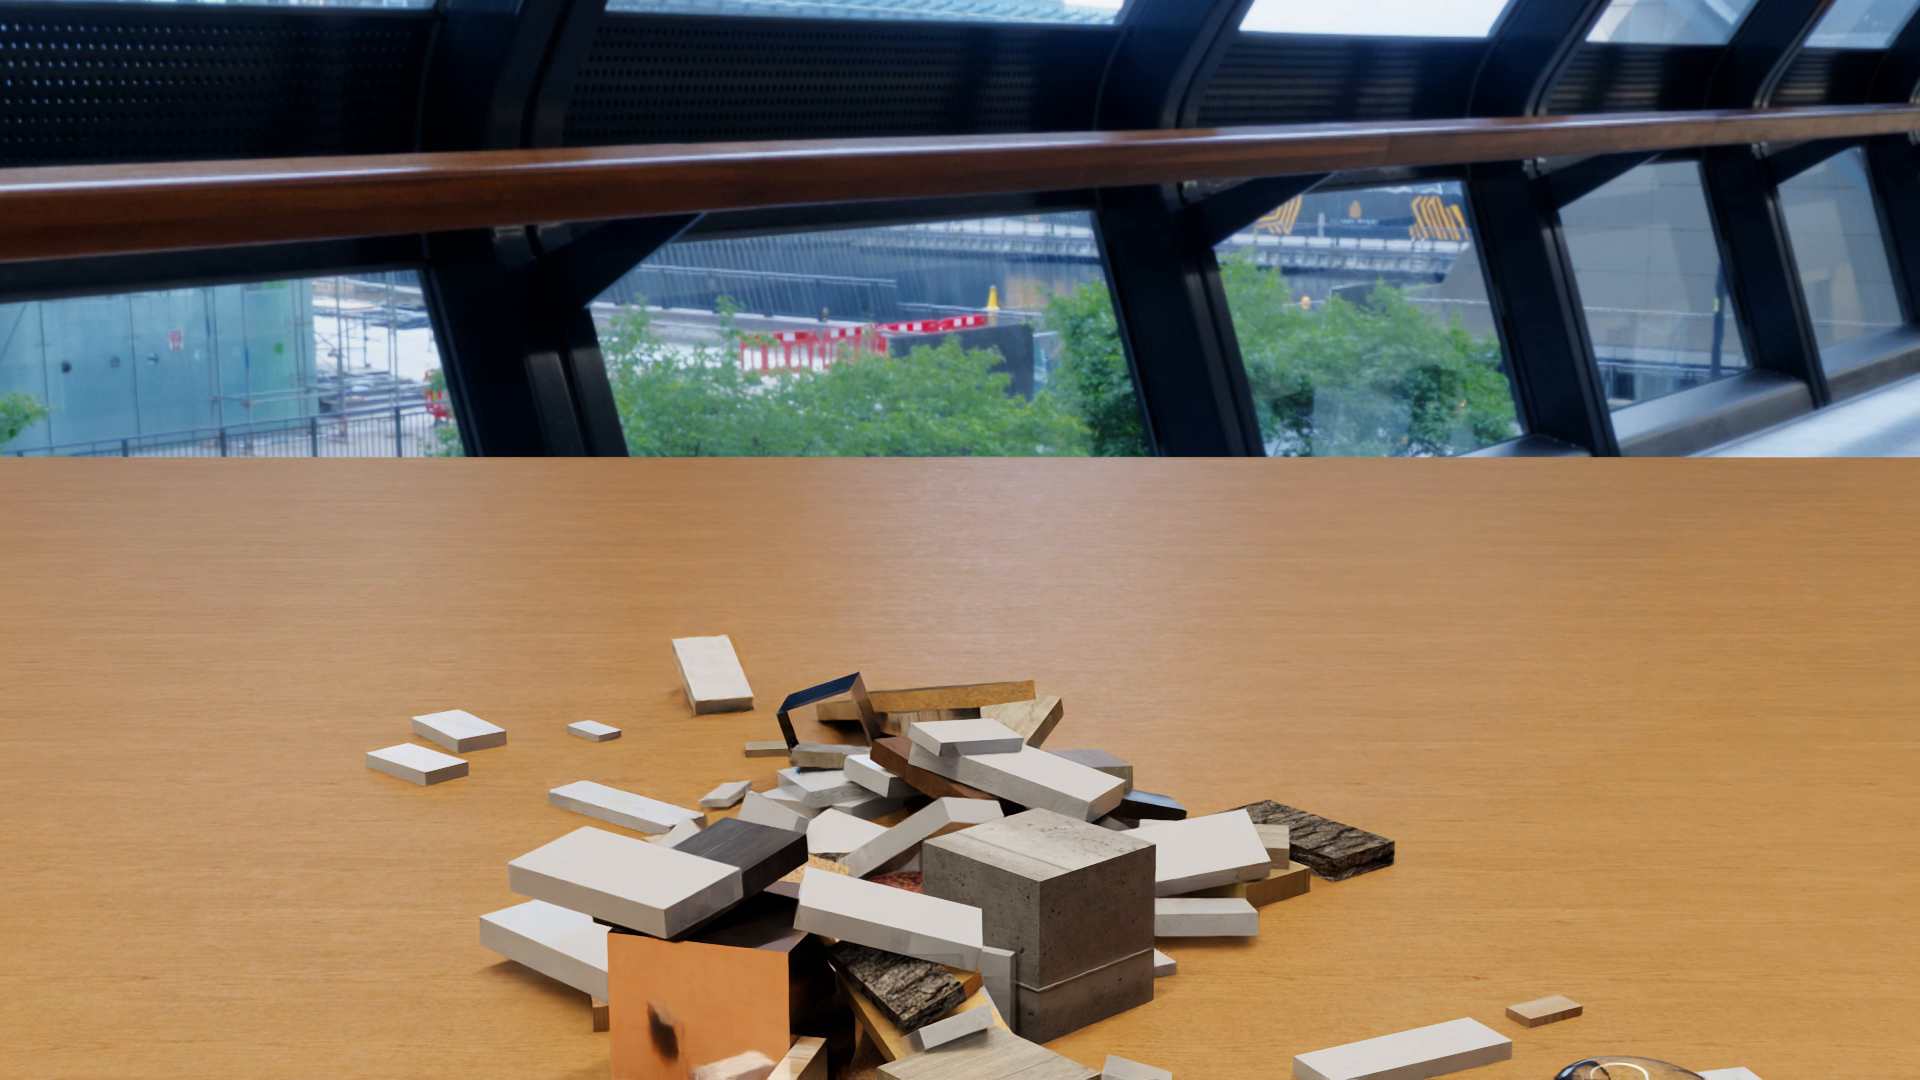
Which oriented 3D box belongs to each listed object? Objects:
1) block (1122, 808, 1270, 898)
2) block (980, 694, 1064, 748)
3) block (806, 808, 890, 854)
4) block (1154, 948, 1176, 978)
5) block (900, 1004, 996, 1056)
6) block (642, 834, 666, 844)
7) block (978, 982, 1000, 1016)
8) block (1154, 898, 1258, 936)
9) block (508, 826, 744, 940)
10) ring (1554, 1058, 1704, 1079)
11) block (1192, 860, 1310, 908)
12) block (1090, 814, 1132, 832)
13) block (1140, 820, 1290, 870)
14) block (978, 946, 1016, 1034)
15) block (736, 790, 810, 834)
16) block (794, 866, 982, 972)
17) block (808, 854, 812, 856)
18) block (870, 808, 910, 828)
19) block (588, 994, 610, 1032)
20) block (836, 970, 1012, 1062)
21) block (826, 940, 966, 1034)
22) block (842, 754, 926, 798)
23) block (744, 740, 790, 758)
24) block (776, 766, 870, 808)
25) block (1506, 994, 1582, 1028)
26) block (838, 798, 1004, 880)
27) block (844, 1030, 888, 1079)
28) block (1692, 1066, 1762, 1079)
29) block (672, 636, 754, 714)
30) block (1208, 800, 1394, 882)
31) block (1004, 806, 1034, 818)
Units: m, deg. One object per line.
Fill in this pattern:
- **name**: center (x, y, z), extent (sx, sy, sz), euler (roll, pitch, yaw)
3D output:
- **block**: center (0.369, 0.520, 3.621), extent (0.254, 0.036, 0.127), euler (-9, 37, -9)
- **block**: center (0.071, 0.398, 4.298), extent (0.149, 0.042, 0.298), euler (6, 33, 29)
- **block**: center (-0.188, 0.532, 3.798), extent (0.117, 0.033, 0.234), euler (-31, 28, -36)
- **block**: center (0.269, 0.638, 3.361), extent (0.064, 0.018, 0.129), euler (-5, 12, -27)
- **block**: center (-0.017, 0.599, 2.679), extent (0.089, 0.025, 0.177), euler (-17, -13, -14)
- **block**: center (-0.508, 0.536, 3.918), extent (0.103, 0.015, 0.051), euler (-6, 12, -29)
- **block**: center (-0.041, 0.611, 2.924), extent (0.143, 0.041, 0.286), euler (-16, 31, -12)
- **block**: center (0.334, 0.597, 3.477), extent (0.254, 0.036, 0.127), euler (0, 1, -2)
- **block**: center (-0.430, 0.435, 2.815), extent (0.280, 0.040, 0.140), euler (8, 19, 36)
- **ring**: center (0.837, 0.705, 2.710), extent (0.225, 0.075, 0.225), euler (1, 11, 0)
- **block**: center (0.432, 0.554, 3.745), extent (0.152, 0.043, 0.304), euler (-8, 13, -37)
- **block**: center (0.186, 0.515, 3.690), extent (0.115, 0.033, 0.230), euler (26, 28, 29)
- **block**: center (0.430, 0.516, 3.733), extent (0.254, 0.036, 0.127), euler (1, 10, 7)
- **block**: center (0.045, 0.635, 3.075), extent (0.064, 0.129, 0.018), euler (6, 12, 27)
- **block**: center (-0.334, 0.507, 3.856), extent (0.026, 0.092, 0.184), euler (22, -4, -35)
- **block**: center (-0.092, 0.493, 2.863), extent (0.241, 0.034, 0.121), euler (14, 15, -4)
- **block**: center (-0.323, 0.567, 3.218), extent (0.162, 0.046, 0.323), euler (14, 34, -1)
- **block**: center (-0.154, 0.508, 3.943), extent (0.128, 0.018, 0.064), euler (-8, 11, -12)
- **block**: center (-0.481, 0.650, 3.242), extent (0.134, 0.038, 0.267), euler (-2, 11, -12)
- **block**: center (-0.030, 0.626, 2.816), extent (0.143, 0.041, 0.311), euler (-20, 32, -18)
- **block**: center (-0.083, 0.558, 2.827), extent (0.092, 0.026, 0.184), euler (-26, 34, -26)
- **block**: center (-0.064, 0.420, 3.973), extent (0.266, 0.038, 0.133), euler (1, 11, -39)
- **block**: center (-0.382, 0.427, 4.500), extent (0.115, 0.016, 0.058), euler (-1, 11, -8)
- **block**: center (-0.251, 0.446, 4.023), extent (0.109, 0.031, 0.219), euler (-9, 8, -20)
- **block**: center (0.840, 0.677, 3.161), extent (0.100, 0.014, 0.050), euler (-6, 12, -28)
- **block**: center (-0.082, 0.477, 3.353), extent (0.286, 0.041, 0.143), euler (-34, -27, 28)
- **block**: center (-0.090, 0.707, 2.956), extent (0.105, 0.030, 0.211), euler (1, 11, 6)
- **block**: center (1.011, 0.722, 2.921), extent (0.100, 0.014, 0.050), euler (-3, 11, -14)
- **block**: center (-0.555, 0.299, 4.912), extent (0.128, 0.036, 0.256), euler (-4, 30, -19)
- **block**: center (0.599, 0.528, 3.882), extent (0.152, 0.043, 0.304), euler (-8, 13, -37)
- **block**: center (0.137, 0.494, 3.931), extent (0.152, 0.043, 0.304), euler (8, 4, -8)
